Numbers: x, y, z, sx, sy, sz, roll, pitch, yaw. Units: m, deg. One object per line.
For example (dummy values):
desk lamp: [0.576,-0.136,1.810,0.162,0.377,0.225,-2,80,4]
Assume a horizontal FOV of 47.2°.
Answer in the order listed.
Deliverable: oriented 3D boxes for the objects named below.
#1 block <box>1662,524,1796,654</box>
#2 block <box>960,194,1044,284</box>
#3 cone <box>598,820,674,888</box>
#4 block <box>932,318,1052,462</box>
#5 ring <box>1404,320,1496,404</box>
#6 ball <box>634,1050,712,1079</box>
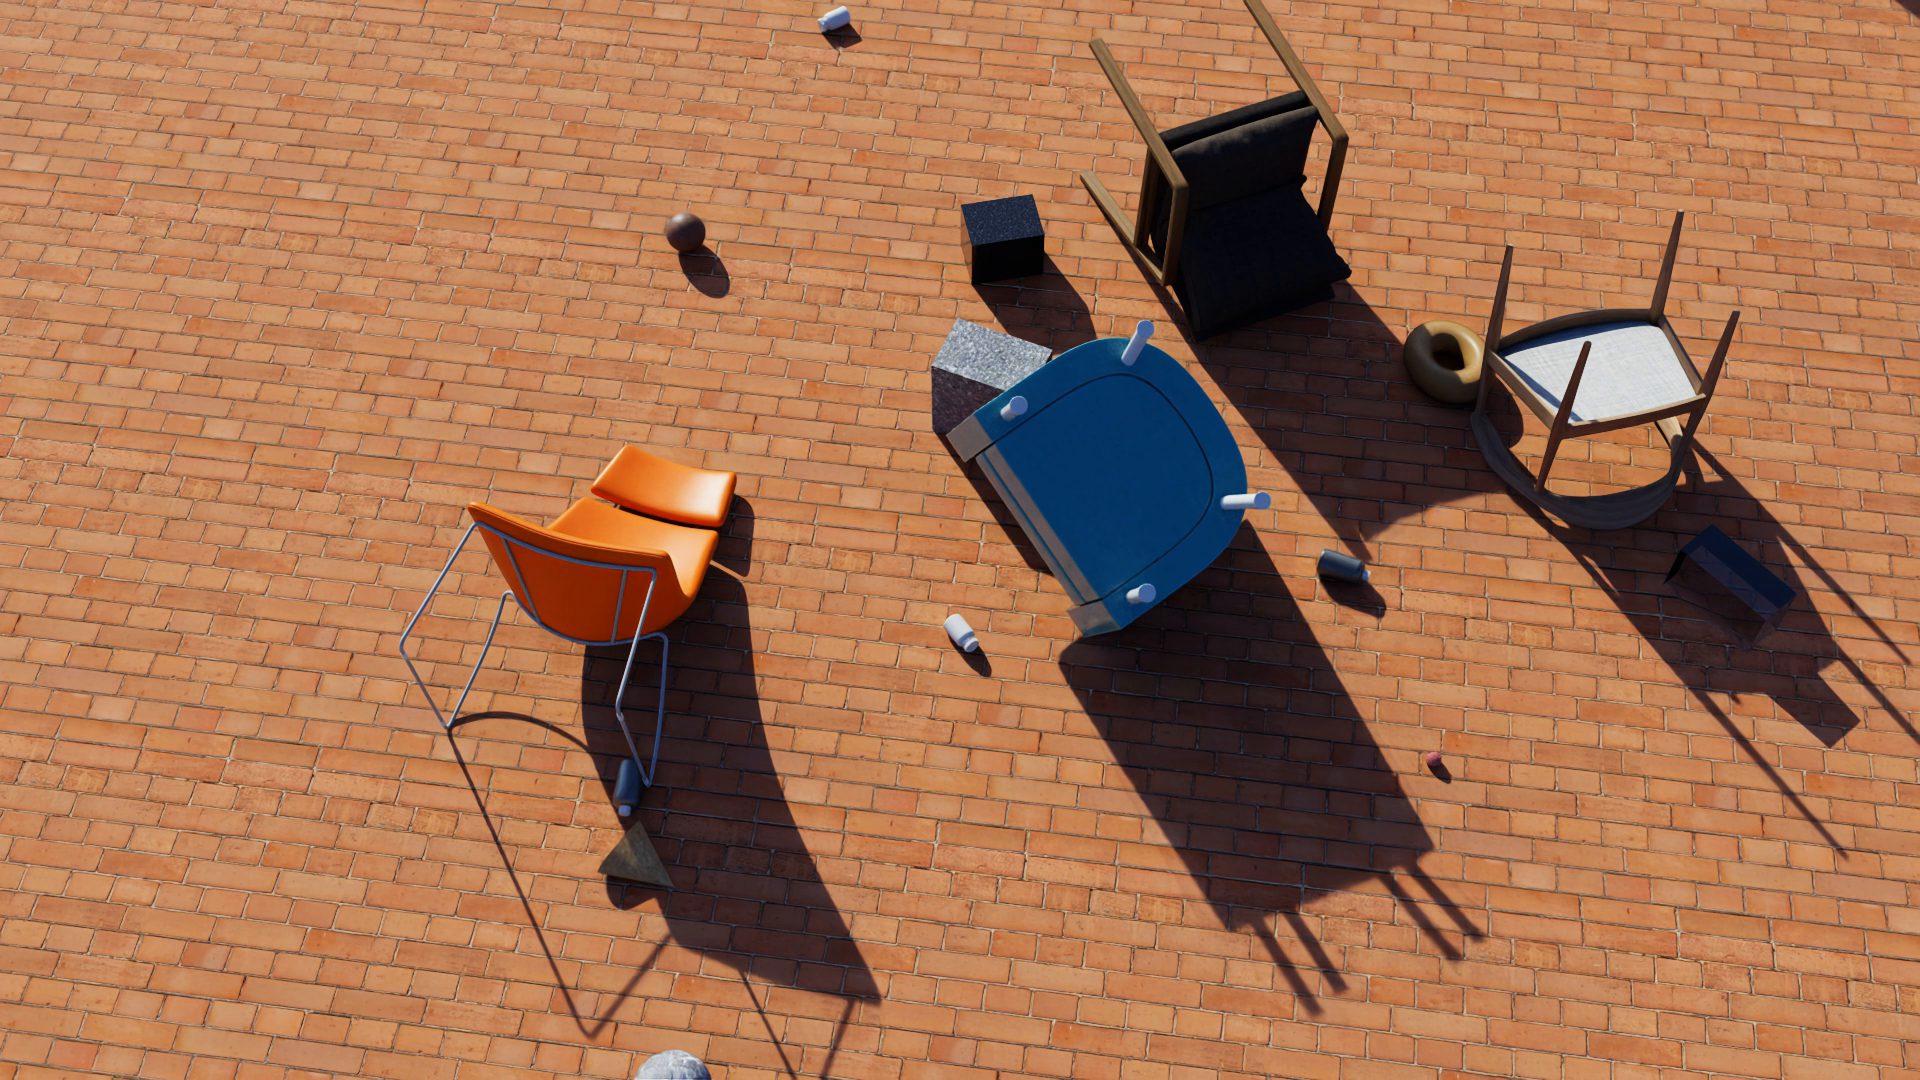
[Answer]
block: [2.225,0.142,6.364,0.140,0.190,0.310,-34,63,-21]
block: [0.136,-0.971,7.111,0.237,0.190,0.178,-9,57,-6]
cone: [-0.849,0.885,5.956,0.191,0.082,0.188,35,61,7]
block: [0.096,-0.456,6.688,0.309,0.317,0.199,20,58,13]
ring: [1.530,-0.557,6.879,0.264,0.115,0.320,-25,59,-15]
ball: [-0.721,1.385,5.521,0.205,0.205,0.205,0,56,0]
